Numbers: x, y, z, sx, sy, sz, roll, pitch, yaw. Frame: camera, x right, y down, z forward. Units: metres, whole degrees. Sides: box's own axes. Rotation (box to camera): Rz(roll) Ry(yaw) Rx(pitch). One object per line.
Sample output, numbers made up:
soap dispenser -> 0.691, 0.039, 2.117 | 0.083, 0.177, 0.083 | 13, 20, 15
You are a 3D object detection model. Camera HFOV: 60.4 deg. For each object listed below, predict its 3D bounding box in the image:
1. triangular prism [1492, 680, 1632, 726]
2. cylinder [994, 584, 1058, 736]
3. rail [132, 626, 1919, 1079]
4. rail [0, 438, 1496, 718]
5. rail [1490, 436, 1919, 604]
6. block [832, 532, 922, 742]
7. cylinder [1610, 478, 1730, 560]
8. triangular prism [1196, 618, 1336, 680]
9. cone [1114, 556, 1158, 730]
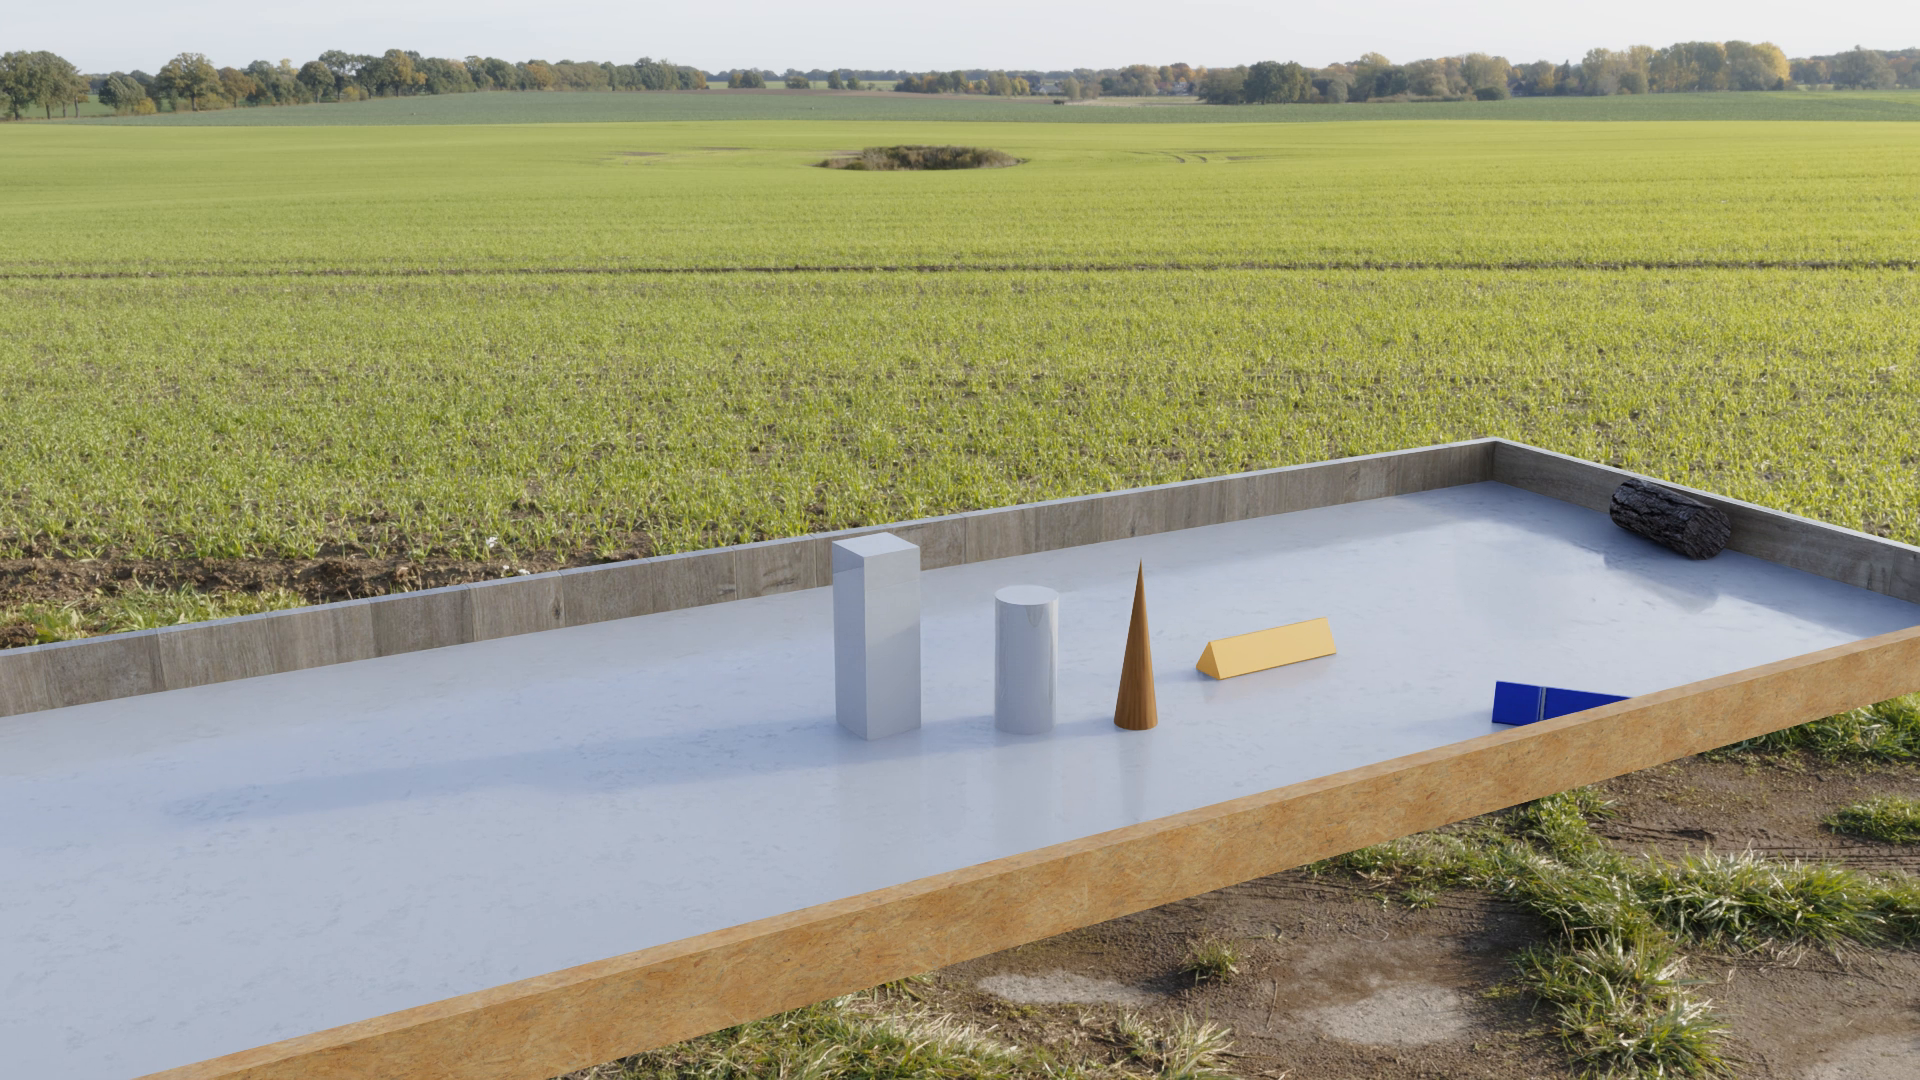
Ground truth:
triangular prism -> 1.458, 0.394, 3.854 | 0.399, 0.086, 0.099 | 6, 17, 20
cylinder -> 0.154, 0.279, 3.844 | 0.147, 0.318, 0.147 | 0, 16, 0
rail -> -2.336, 1.006, 1.665 | 12.000, 0.150, 0.050 | -9, 18, -27
rail -> -3.305, 0.497, 3.399 | 12.000, 0.150, 0.050 | -9, 18, -27
rail -> 2.466, -0.048, 5.253 | 0.050, 0.150, 2.100 | -9, 18, -27
block -> -0.192, 0.221, 3.819 | 0.146, 0.441, 0.146 | -11, 19, -32
cylinder -> 2.272, -0.070, 5.290 | 0.170, 0.170, 0.372 | -4, 17, -14
triangular prism -> 0.798, 0.271, 4.272 | 0.386, 0.086, 0.099 | -9, 19, -29
cone -> 0.415, 0.234, 3.837 | 0.104, 0.408, 0.104 | 0, 16, 0
